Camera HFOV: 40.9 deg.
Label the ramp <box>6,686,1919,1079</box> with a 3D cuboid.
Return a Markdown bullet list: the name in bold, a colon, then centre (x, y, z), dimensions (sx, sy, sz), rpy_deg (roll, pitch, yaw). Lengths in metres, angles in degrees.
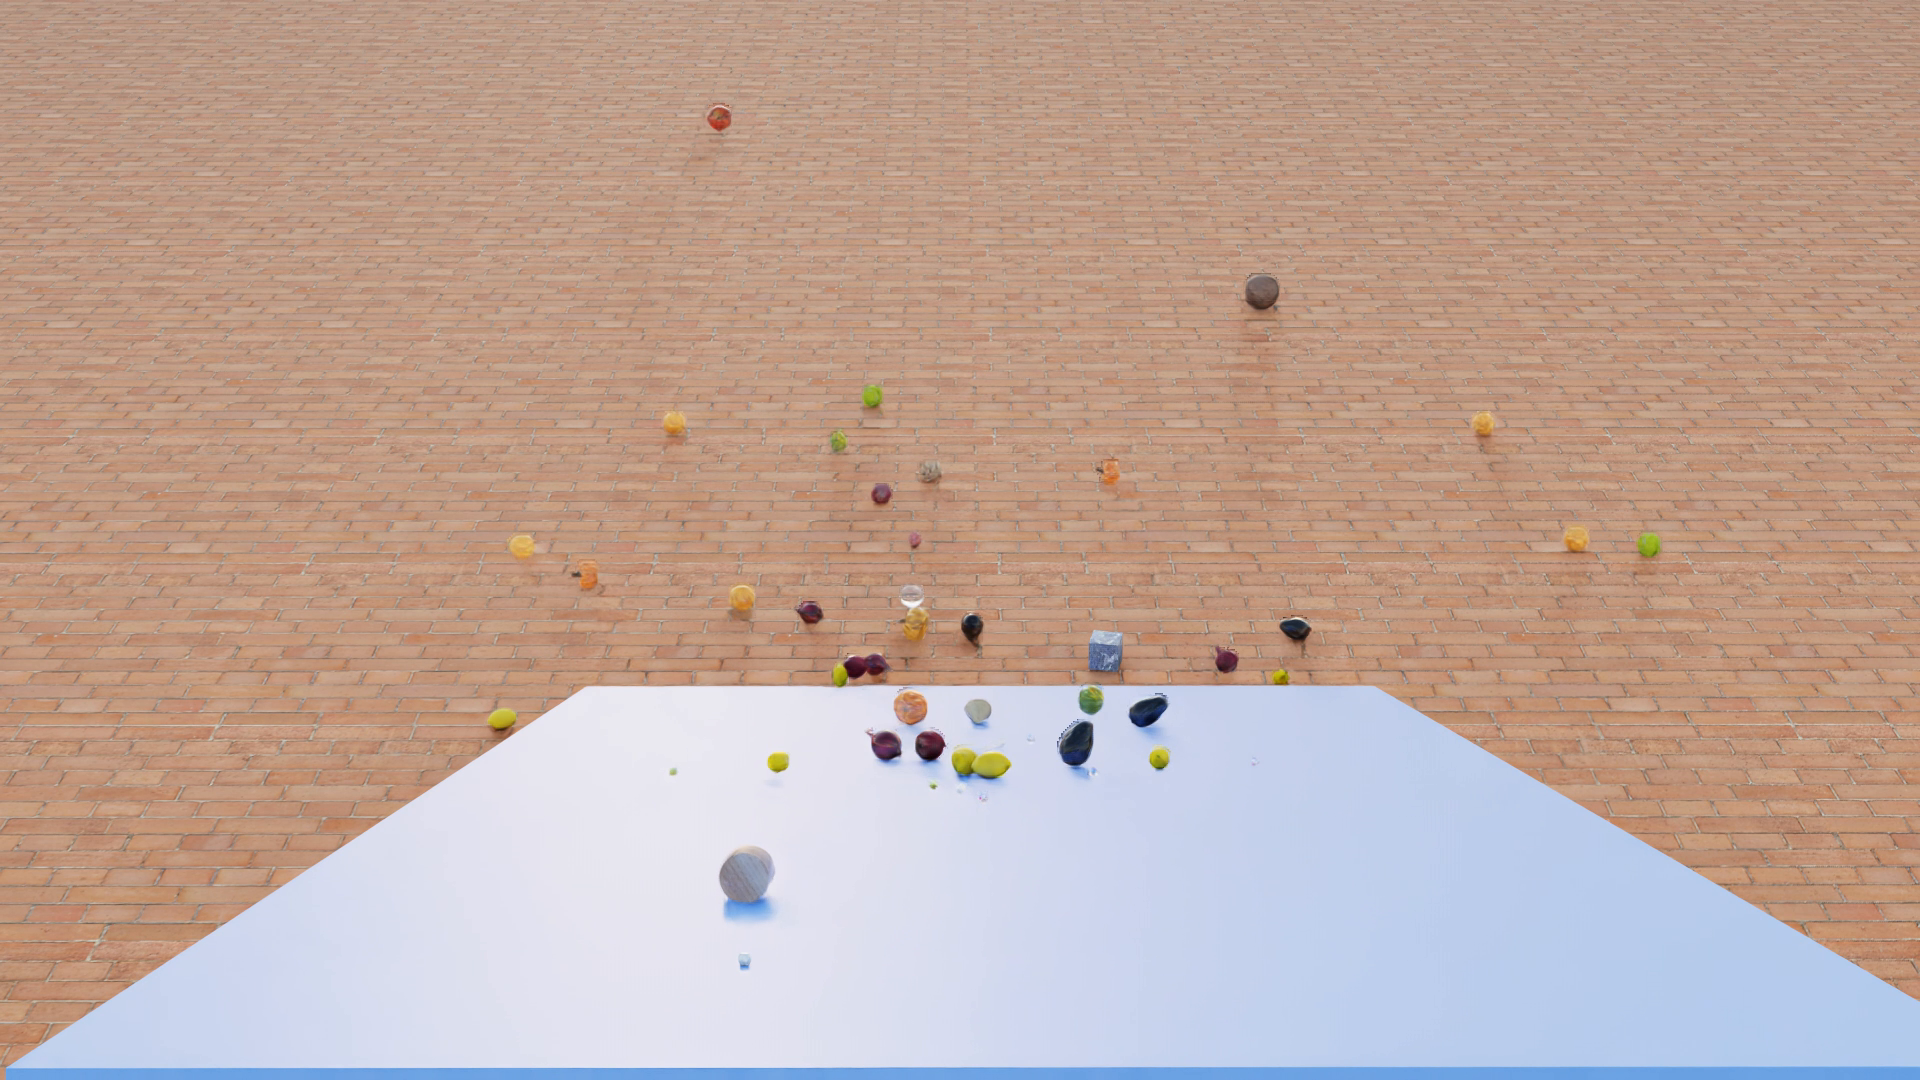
- **ramp**: centre (0.055, 0.496, 4.544), dimensions (2.000, 0.100, 4.000), rpy_deg (0, 2, 0)

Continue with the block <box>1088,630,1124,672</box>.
- **block**: centre (0.388, 0.295, 6.847), dimensions (0.078, 0.078, 0.078), rpy_deg (5, 24, 11)

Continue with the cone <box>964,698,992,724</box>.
- **cone**: centre (0.039, 0.390, 5.670), dimensions (0.060, 0.060, 0.060), rpy_deg (1, 29, 1)

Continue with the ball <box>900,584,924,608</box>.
- **ball**: centre (-0.134, 0.156, 7.177), dimensions (0.065, 0.065, 0.065), rpy_deg (0, 24, 0)
